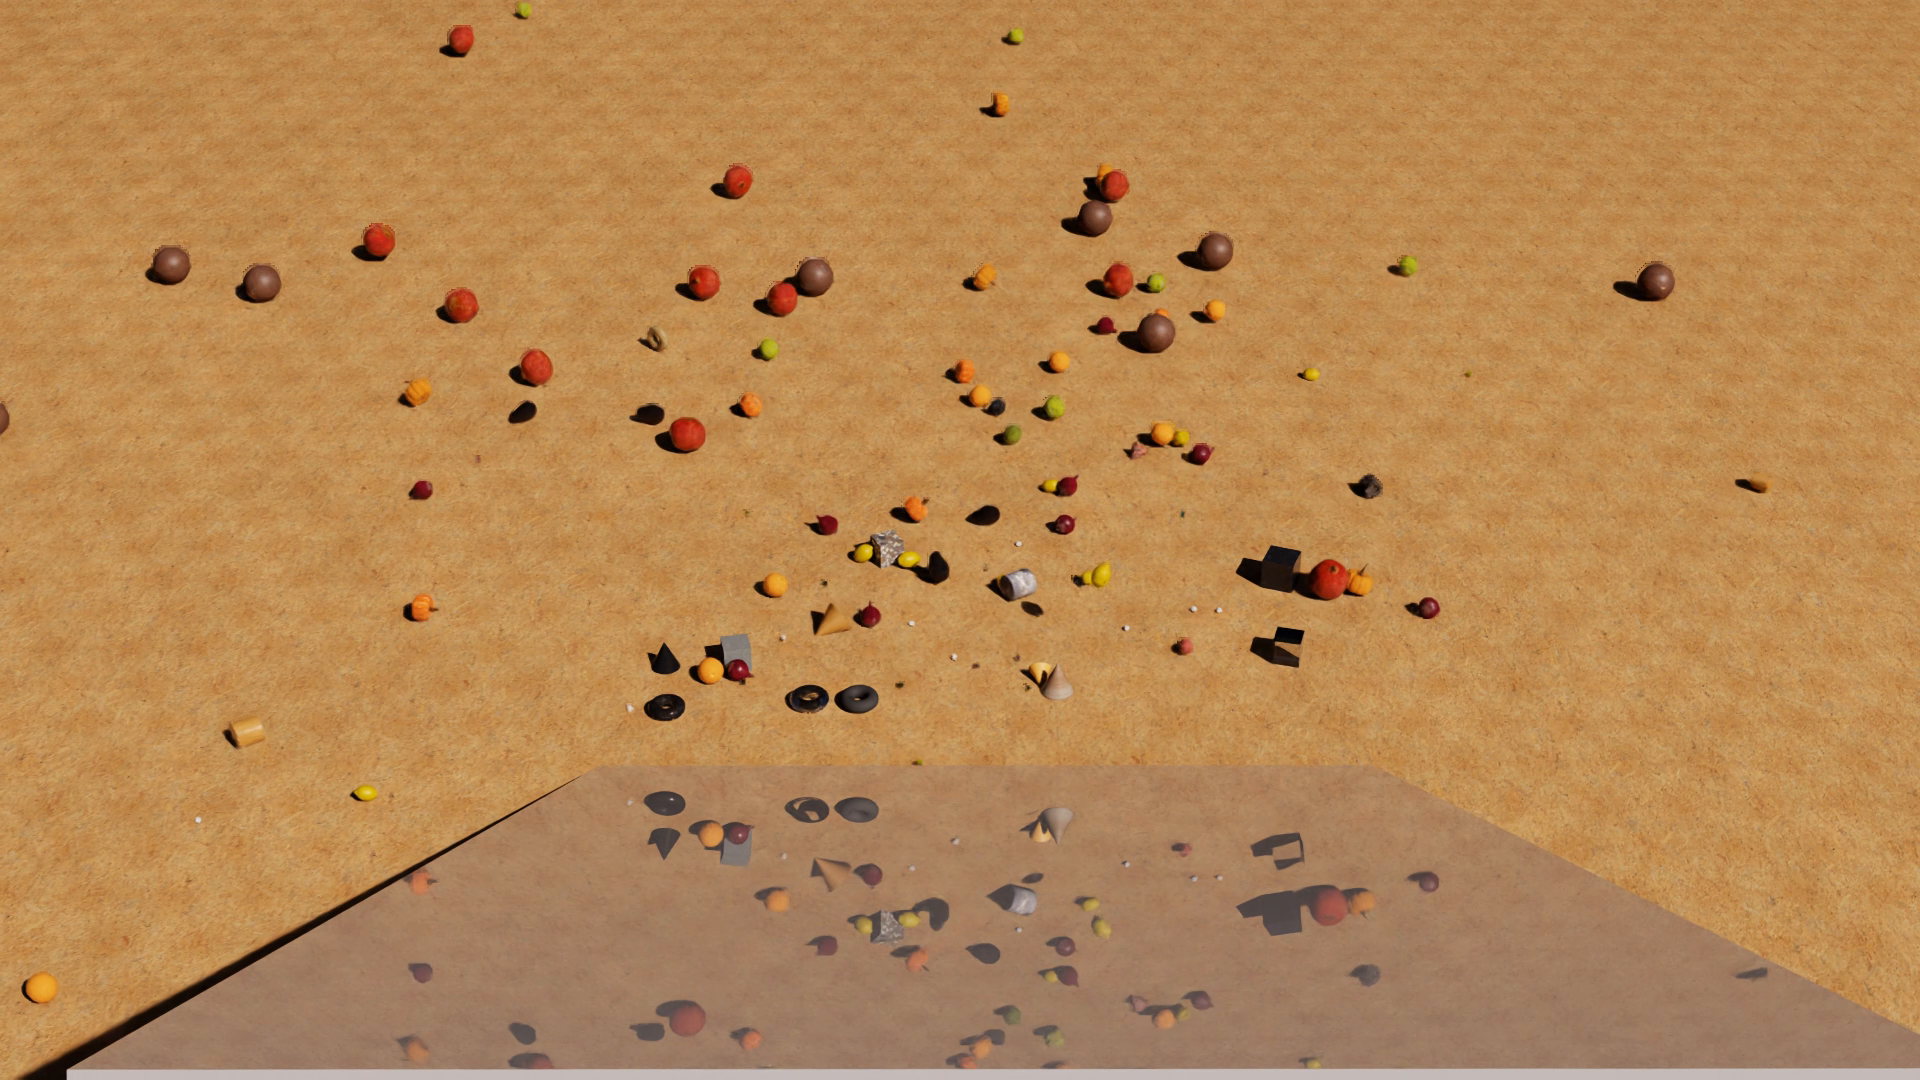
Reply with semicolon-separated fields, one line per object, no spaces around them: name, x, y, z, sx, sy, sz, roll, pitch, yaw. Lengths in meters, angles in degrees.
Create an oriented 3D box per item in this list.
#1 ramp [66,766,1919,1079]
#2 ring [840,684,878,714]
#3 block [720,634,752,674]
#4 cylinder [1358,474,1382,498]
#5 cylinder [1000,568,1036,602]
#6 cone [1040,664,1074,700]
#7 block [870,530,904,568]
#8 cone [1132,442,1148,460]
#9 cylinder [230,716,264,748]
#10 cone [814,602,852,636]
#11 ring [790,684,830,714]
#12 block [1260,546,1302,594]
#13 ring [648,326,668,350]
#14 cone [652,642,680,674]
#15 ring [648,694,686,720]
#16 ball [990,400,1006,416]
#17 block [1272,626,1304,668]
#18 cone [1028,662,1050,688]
ramp;0.070;0.616;4.694;2.000;0.100;4.000;0;0;0
ring;-0.275;0.434;7.070;0.108;0.036;0.108;-1;33;0
block;-0.624;0.317;7.223;0.076;0.076;0.076;-6;32;-10
cylinder;1.273;-0.166;8.039;0.054;0.054;0.054;-9;32;-15
cylinder;0.169;0.130;7.530;0.077;0.077;0.077;-18;36;-27
cone;0.267;0.375;7.109;0.094;0.094;0.094;0;31;0
block;-0.216;0.027;7.701;0.076;0.076;0.076;-14;34;-22
cone;0.558;-0.272;8.242;0.056;0.056;0.056;20;63;30
cylinder;-1.901;0.512;6.907;0.071;0.071;0.071;-18;36;-27
cone;-0.378;0.244;7.373;0.098;0.098;0.098;-39;42;-9
ring;-0.411;0.433;7.070;0.108;0.036;0.108;-1;32;0
block;0.941;0.086;7.588;0.093;0.093;0.093;11;33;18
ring;-1.034;-0.691;8.869;0.090;0.090;0.030;23;39;33
cone;-0.822;0.318;7.216;0.082;0.082;0.082;0;31;0
ring;-0.796;0.454;7.037;0.102;0.034;0.102;0;32;0
ball;0.123;-0.434;8.483;0.052;0.052;0.052;0;31;0
block;0.918;0.300;7.250;0.077;0.077;0.077;8;32;13
cone;0.222;0.381;7.163;0.063;0.063;0.063;-1;58;-1
